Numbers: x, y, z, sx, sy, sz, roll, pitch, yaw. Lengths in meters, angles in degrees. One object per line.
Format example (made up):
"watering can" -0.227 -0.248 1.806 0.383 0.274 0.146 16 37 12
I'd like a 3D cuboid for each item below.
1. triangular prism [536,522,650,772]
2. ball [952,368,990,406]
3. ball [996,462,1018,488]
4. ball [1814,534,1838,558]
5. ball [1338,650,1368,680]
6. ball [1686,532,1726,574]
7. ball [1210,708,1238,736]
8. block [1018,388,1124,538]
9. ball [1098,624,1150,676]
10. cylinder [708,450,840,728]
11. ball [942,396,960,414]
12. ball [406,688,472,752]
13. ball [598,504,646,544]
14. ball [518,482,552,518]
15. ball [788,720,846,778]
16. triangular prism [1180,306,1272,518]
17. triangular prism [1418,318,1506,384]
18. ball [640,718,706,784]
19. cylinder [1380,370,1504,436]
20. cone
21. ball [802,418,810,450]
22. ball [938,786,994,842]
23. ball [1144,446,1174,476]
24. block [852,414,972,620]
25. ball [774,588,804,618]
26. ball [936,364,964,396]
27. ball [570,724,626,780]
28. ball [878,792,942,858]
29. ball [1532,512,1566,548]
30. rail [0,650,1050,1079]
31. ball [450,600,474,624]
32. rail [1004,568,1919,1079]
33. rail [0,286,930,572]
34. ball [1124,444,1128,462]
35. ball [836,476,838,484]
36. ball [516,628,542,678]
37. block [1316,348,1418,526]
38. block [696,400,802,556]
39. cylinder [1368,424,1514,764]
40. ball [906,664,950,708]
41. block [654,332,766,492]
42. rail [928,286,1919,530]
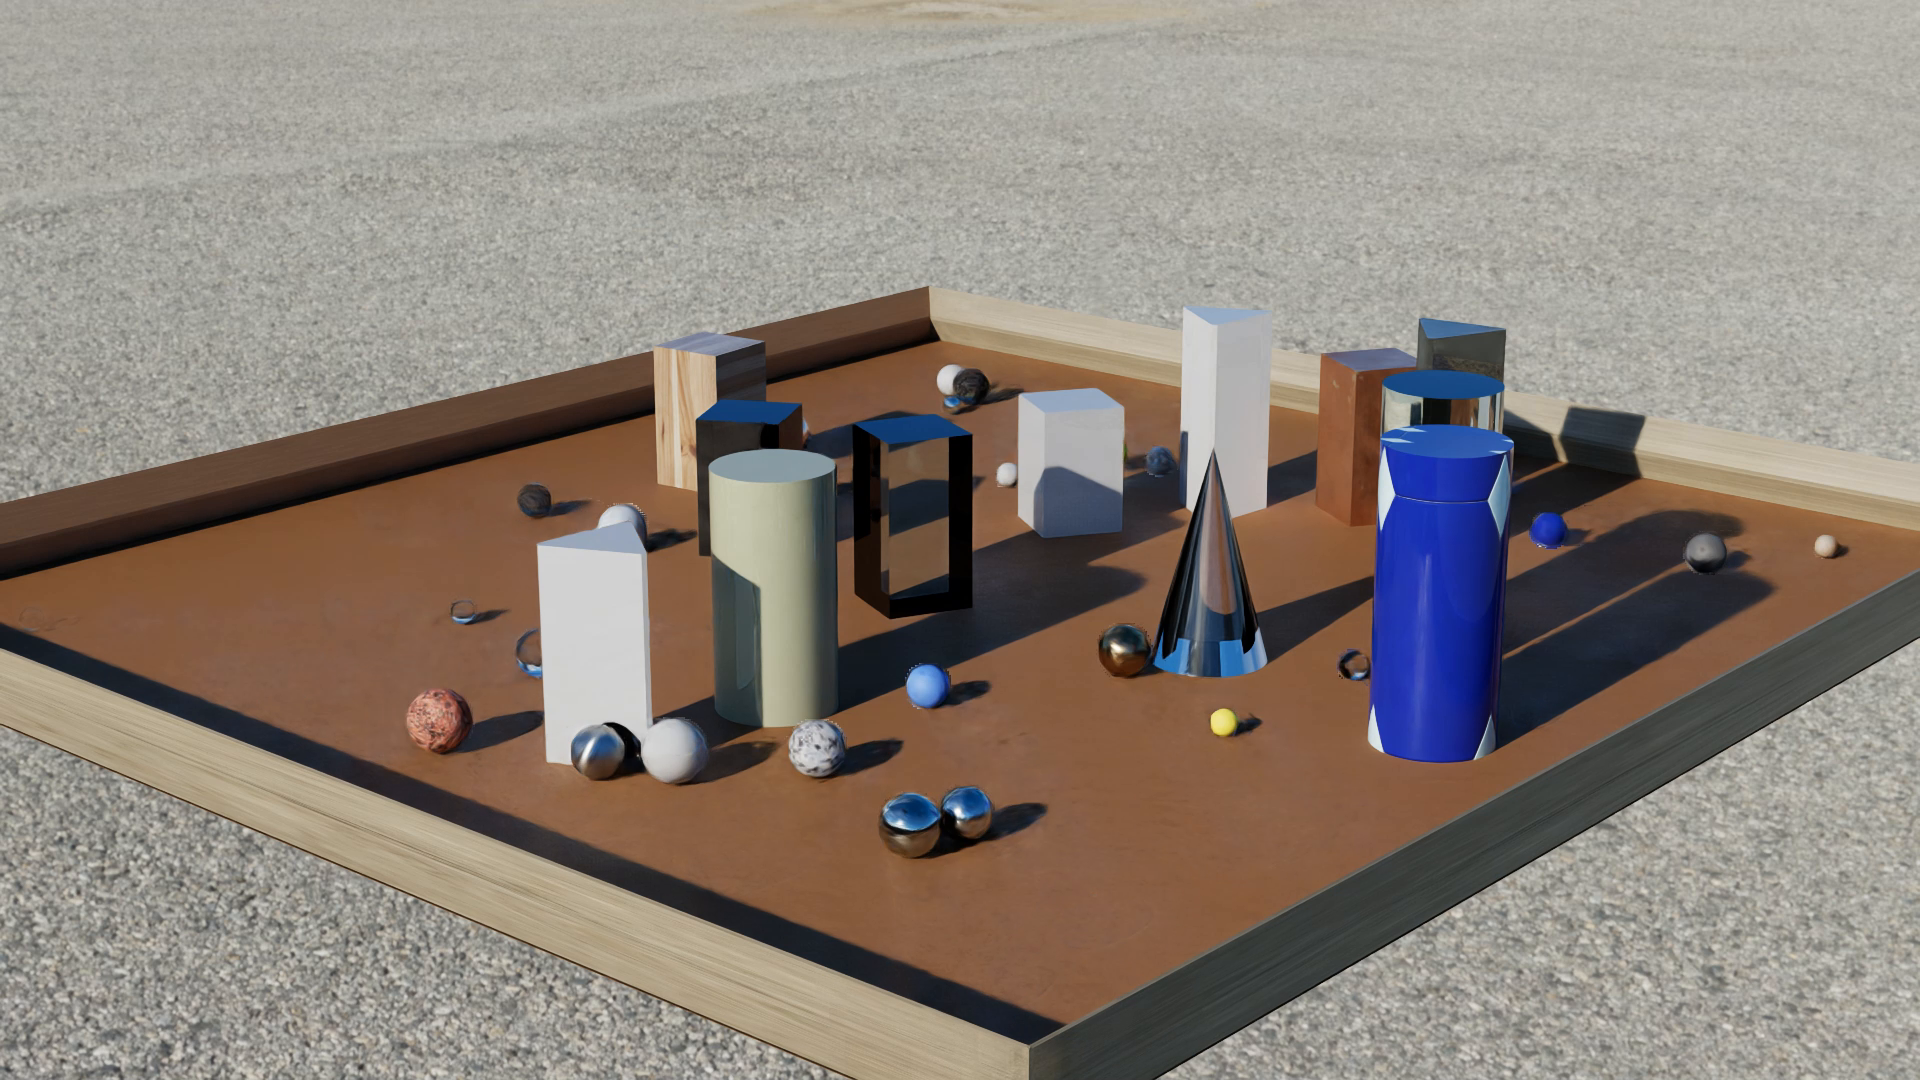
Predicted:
"triangular prism" -0.515 0.154 4.356 0.168 0.336 0.146 5 17 16
"ball" 0.023 -0.336 6.422 0.081 0.081 0.081 0 17 0
"ball" 0.096 -0.128 5.788 0.049 0.049 0.049 0 17 0
"ball" 1.576 0.011 5.336 0.043 0.043 0.043 0 17 0
"ball" 0.631 0.201 4.699 0.047 0.047 0.047 0 17 0
"ball" 1.335 0.023 5.245 0.072 0.072 0.072 0 17 0
"ball" 0.401 0.277 4.454 0.043 0.043 0.043 0 17 0
"block" 0.208 -0.146 5.516 0.156 0.240 0.156 -5 17 -16
"ball" 0.263 0.178 4.712 0.084 0.084 0.084 0 17 0
"cylinder" -0.286 0.073 4.533 0.194 0.389 0.194 0 17 0
"ball" -0.019 -0.292 6.345 0.040 0.040 0.040 0 17 0
"ball" -0.779 0.270 4.387 0.096 0.096 0.096 0 17 0
"ball" -0.617 -0.020 5.359 0.090 0.090 0.090 0 17 0
"ball" -0.811 -0.076 5.588 0.065 0.065 0.065 0 17 0
"ball" -0.209 0.305 4.290 0.084 0.084 0.084 0 17 0
"triangular prism" 0.479 -0.246 5.595 0.168 0.385 0.146 -16 23 -42
"triangular prism" 0.880 -0.194 5.384 0.168 0.408 0.146 -9 19 -26
"ball" -0.416 0.307 4.263 0.096 0.096 0.096 0 17 0
"cylinder" 0.774 -0.031 4.761 0.194 0.456 0.194 0 17 0
"cone" 0.407 0.021 4.756 0.194 0.359 0.194 0 17 0
"ball" -0.355 -0.215 5.993 0.097 0.097 0.097 0 17 0
"ball" 0.008 0.379 4.058 0.077 0.077 0.077 0 17 0
"ball" 0.400 -0.159 5.872 0.059 0.059 0.059 0 17 0
"block" -0.082 -0.042 5.052 0.156 0.309 0.156 -8 18 -24
"ball" -0.290 0.109 4.998 0.051 0.051 0.051 0 17 0
"ball" -0.017 -0.354 6.498 0.070 0.070 0.070 0 17 0
"ball" -0.529 0.309 4.279 0.081 0.081 0.081 0 17 0
"ball" -0.068 0.389 4.002 0.089 0.089 0.089 0 17 0
"ball" 1.085 -0.019 5.399 0.065 0.065 0.065 0 17 0
"rail" -0.946 0.346 4.077 2.745 0.126 0.045 14 22 39
"ball" -0.843 0.122 4.971 0.041 0.041 0.041 0 17 0
"rail" 1.019 0.287 4.274 0.045 0.126 2.933 14 22 39
"rail" -1.019 -0.224 5.967 0.045 0.126 2.933 14 22 39
"ball" 0.300 -0.174 5.895 0.075 0.075 0.075 0 17 0
"ball" -0.273 -0.117 5.718 0.067 0.067 0.067 0 17 0
"ball" -0.673 0.182 4.706 0.081 0.081 0.081 0 17 0
"block" 0.785 -0.197 5.579 0.156 0.301 0.156 -5 18 -17
"block" -0.383 -0.111 5.371 0.156 0.257 0.156 4 17 12
"cylinder" 0.715 0.079 4.375 0.194 0.468 0.194 0 17 0
"ball" -0.050 0.228 4.574 0.068 0.068 0.068 0 17 0
"block" -0.492 -0.252 5.799 0.156 0.279 0.156 11 20 33
"rail" 0.946 -0.283 6.163 2.745 0.126 0.045 14 22 39
